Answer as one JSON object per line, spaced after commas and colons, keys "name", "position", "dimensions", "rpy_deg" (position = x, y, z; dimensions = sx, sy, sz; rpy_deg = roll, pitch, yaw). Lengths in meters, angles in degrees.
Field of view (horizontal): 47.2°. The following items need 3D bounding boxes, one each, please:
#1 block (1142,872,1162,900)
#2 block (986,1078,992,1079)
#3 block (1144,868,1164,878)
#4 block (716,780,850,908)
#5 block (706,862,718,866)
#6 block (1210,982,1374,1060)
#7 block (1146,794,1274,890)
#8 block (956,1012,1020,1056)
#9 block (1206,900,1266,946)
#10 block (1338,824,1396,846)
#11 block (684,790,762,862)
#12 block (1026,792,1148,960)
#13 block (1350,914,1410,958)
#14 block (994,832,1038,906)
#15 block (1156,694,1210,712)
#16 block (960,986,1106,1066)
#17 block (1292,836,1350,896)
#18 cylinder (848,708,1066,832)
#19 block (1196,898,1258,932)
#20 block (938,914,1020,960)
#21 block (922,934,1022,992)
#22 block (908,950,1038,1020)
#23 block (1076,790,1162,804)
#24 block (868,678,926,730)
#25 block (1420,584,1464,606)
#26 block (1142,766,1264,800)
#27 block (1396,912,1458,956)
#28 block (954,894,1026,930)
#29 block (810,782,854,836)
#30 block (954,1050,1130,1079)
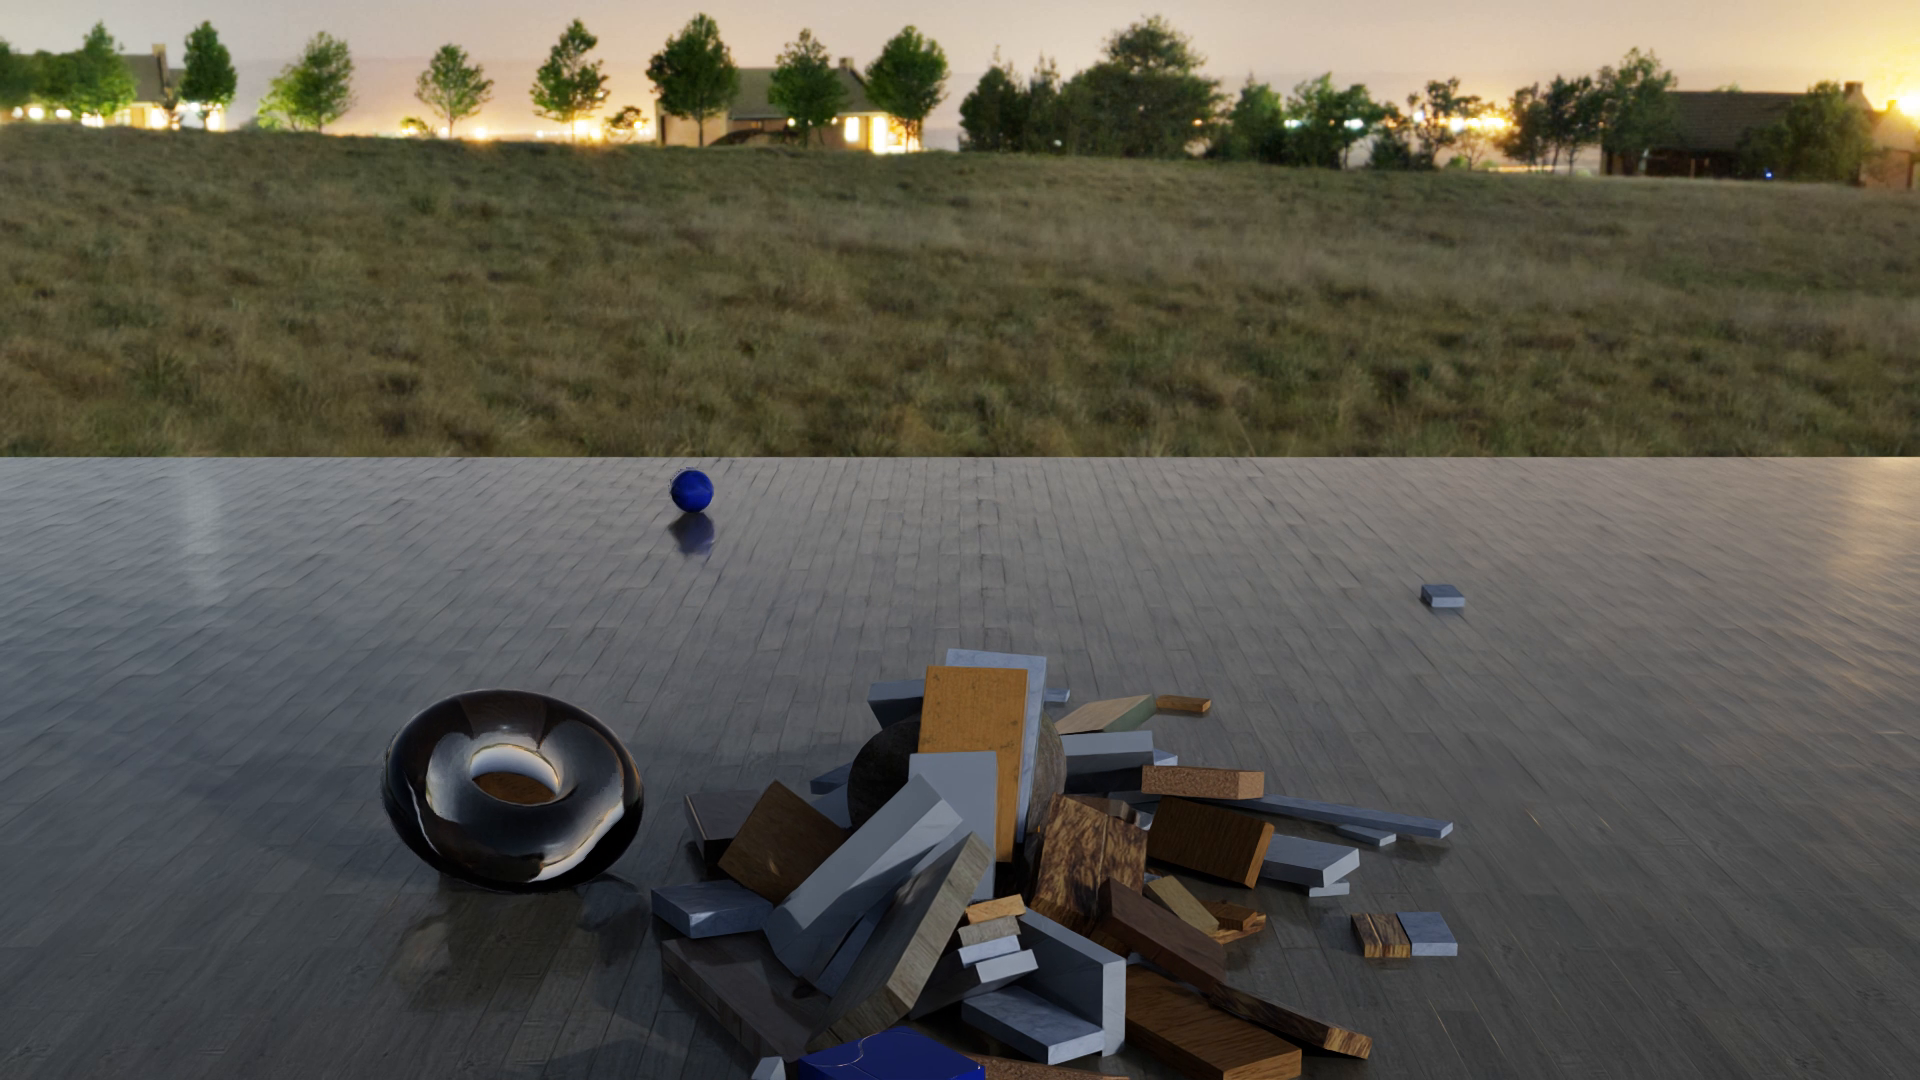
{"name": "block", "position": [0.157, 0.593, 3.432], "dimensions": [0.169, 0.048, 0.338], "rpy_deg": [8, 19, 35]}
{"name": "block", "position": [-0.023, 0.712, 2.743], "dimensions": [0.198, 0.099, 0.028], "rpy_deg": [6, 12, 28]}
{"name": "block", "position": [0.306, 0.585, 3.623], "dimensions": [0.091, 0.026, 0.182], "rpy_deg": [-2, 11, -10]}
{"name": "block", "position": [-0.289, 0.517, 3.671], "dimensions": [0.166, 0.047, 0.331], "rpy_deg": [37, 14, -1]}
{"name": "block", "position": [-0.396, 0.535, 3.893], "dimensions": [0.091, 0.026, 0.183], "rpy_deg": [0, 11, -1]}
{"name": "block", "position": [0.459, 0.668, 3.059], "dimensions": [0.104, 0.029, 0.208], "rpy_deg": [23, -7, -41]}
{"name": "block", "position": [0.423, 0.515, 3.767], "dimensions": [0.222, 0.111, 0.031], "rpy_deg": [10, -17, 43]}
{"name": "block", "position": [0.045, 0.690, 3.083], "dimensions": [0.061, 0.017, 0.121], "rpy_deg": [-4, 11, -22]}
{"name": "block", "position": [0.389, 0.612, 3.478], "dimensions": [0.182, 0.026, 0.091], "rpy_deg": [-9, 14, -41]}
{"name": "block", "position": [0.732, 0.529, 3.959], "dimensions": [0.047, 0.013, 0.094], "rpy_deg": [-10, 14, -42]}
{"name": "block", "position": [-0.403, 0.503, 3.891], "dimensions": [0.136, 0.039, 0.273], "rpy_deg": [-3, 11, -14]}
{"name": "block", "position": [0.197, 0.514, 3.388], "dimensions": [0.165, 0.047, 0.330], "rpy_deg": [23, 22, -2]}
{"name": "block", "position": [0.659, 0.620, 3.453], "dimensions": [0.070, 0.020, 0.140], "rpy_deg": [0, 11, 1]}
{"name": "block", "position": [0.075, 0.546, 3.438], "dimensions": [0.169, 0.048, 0.338], "rpy_deg": [0, 15, 12]}
{"name": "block", "position": [0.493, 0.361, 4.862], "dimensions": [0.110, 0.016, 0.055], "rpy_deg": [5, 12, 24]}
{"name": "block", "position": [0.100, 0.673, 3.054], "dimensions": [0.099, 0.028, 0.198], "rpy_deg": [-7, 13, -36]}
{"name": "block", "position": [0.590, 0.559, 3.779], "dimensions": [0.070, 0.020, 0.251], "rpy_deg": [-2, 11, -11]}
{"name": "cylinder", "position": [-0.002, 0.419, 3.799], "dimensions": [0.289, 0.289, 0.289], "rpy_deg": [5, 11, 23]}
{"name": "block", "position": [0.404, 0.591, 3.475], "dimensions": [0.117, 0.017, 0.059], "rpy_deg": [6, 12, 29]}
{"name": "block", "position": [-0.011, 0.588, 3.145], "dimensions": [0.101, 0.029, 0.202], "rpy_deg": [-6, -21, -37]}
{"name": "block", "position": [-0.009, 0.613, 3.124], "dimensions": [0.101, 0.029, 0.202], "rpy_deg": [-6, -21, -36]}
{"name": "block", "position": [0.014, 0.627, 3.097], "dimensions": [0.099, 0.028, 0.198], "rpy_deg": [-7, -21, -36]}
{"name": "block", "position": [0.258, 0.468, 4.114], "dimensions": [0.222, 0.031, 0.111], "rpy_deg": [-6, 13, -18]}
{"name": "block", "position": [-0.050, 0.371, 4.081], "dimensions": [0.148, 0.295, 0.042], "rpy_deg": [-6, 45, 20]}
{"name": "block", "position": [1.311, 0.150, 5.971], "dimensions": [0.086, 0.024, 0.173], "rpy_deg": [0, 11, 2]}
{"name": "block", "position": [0.443, 0.438, 3.977], "dimensions": [0.169, 0.048, 0.338], "rpy_deg": [2, -5, 15]}
{"name": "block", "position": [0.733, 0.619, 3.460], "dimensions": [0.070, 0.020, 0.139], "rpy_deg": [0, 11, 1]}
{"name": "block", "position": [-0.002, 0.565, 3.179], "dimensions": [0.101, 0.029, 0.202], "rpy_deg": [-6, -22, -37]}
{"name": "block", "position": [-0.210, 0.500, 3.982], "dimensions": [0.128, 0.036, 0.256], "rpy_deg": [8, 19, 33]}
{"name": "block", "position": [0.074, 0.697, 2.856], "dimensions": [0.265, 0.037, 0.132], "rpy_deg": [4, -12, 20]}
